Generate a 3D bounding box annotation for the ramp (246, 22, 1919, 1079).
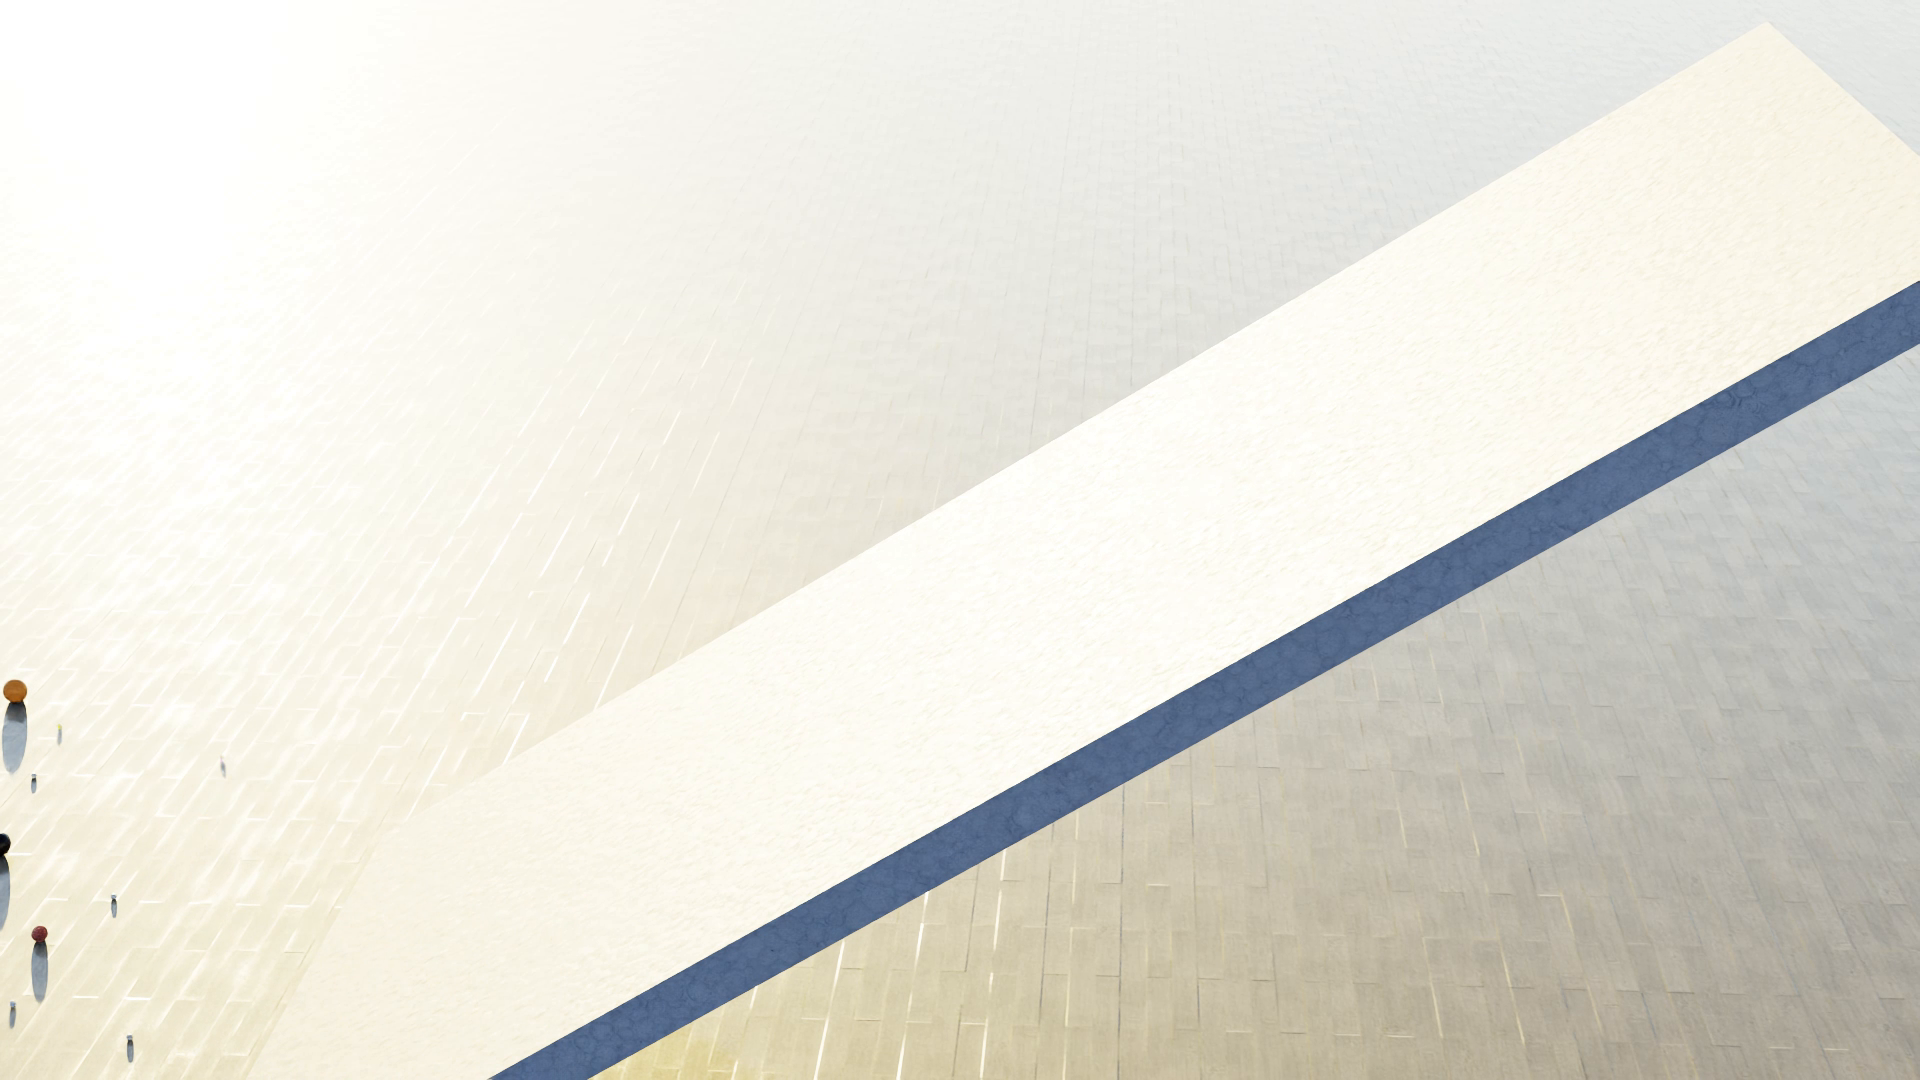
[{"bbox_3d":[0.140,0.170,6.293,4.000,0.100,2.000,-30,15,13],"label":"ramp"}]
